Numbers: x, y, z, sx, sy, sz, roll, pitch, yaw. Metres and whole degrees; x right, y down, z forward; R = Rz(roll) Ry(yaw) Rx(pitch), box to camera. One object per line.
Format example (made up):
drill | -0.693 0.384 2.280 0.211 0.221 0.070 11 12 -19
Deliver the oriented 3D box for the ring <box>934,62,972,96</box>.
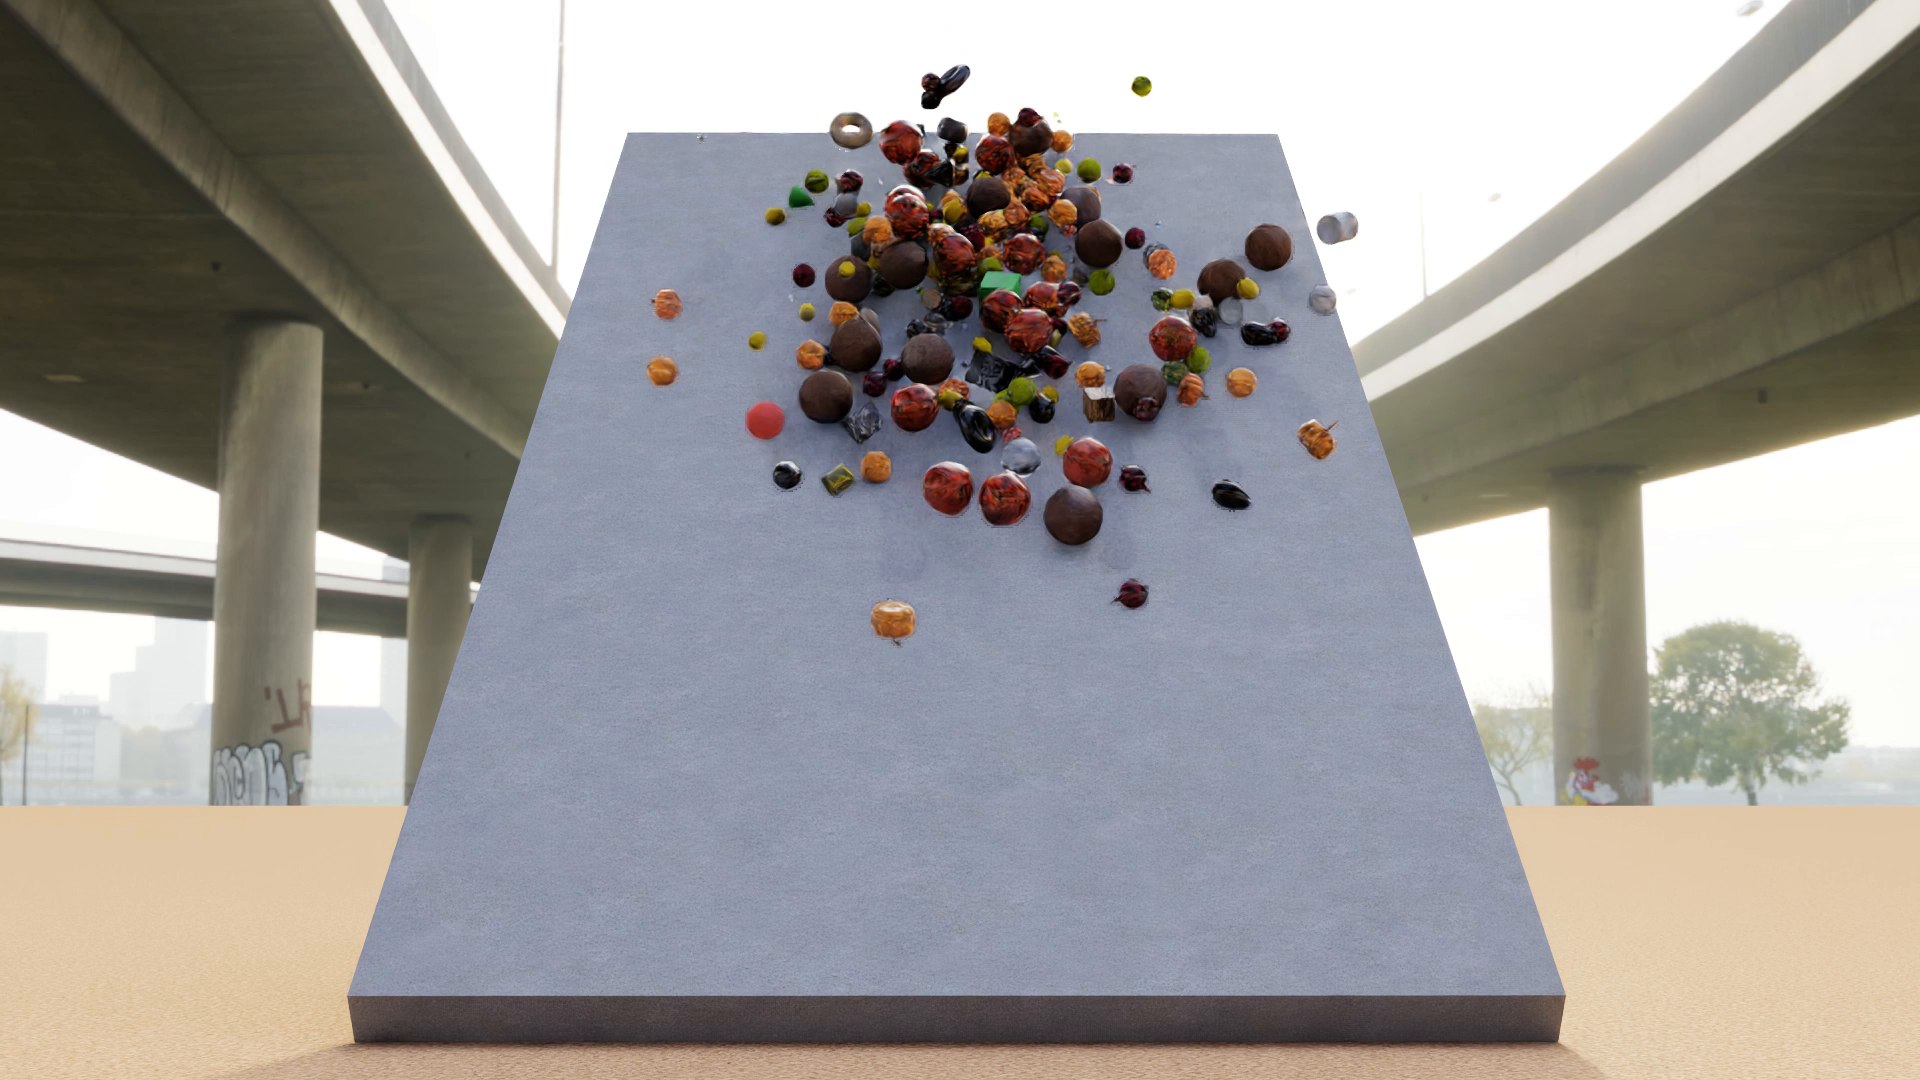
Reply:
ring | -0.020 -1.322 6.940 0.041 0.124 0.124 47 -30 -23

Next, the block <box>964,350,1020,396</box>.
block | 0.076 -0.400 5.781 0.080 0.080 0.080 16 7 -46

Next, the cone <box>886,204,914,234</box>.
cone | -0.148 -0.900 6.769 0.089 0.089 0.089 -3 13 26

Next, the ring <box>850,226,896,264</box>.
ring | -0.232 -0.796 6.516 0.130 0.043 0.130 -17 -31 -11

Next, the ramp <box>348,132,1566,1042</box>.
ramp | -0.013 -0.210 5.720 2.000 0.100 4.000 0 30 0

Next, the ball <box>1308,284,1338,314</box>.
ball | 0.943 -0.625 6.271 0.075 0.075 0.075 0 -6 0

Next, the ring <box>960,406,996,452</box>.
ring | 0.041 -0.252 5.500 0.039 0.117 0.117 -25 -18 29

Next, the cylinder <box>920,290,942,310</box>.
cylinder | -0.072 -0.607 6.107 0.051 0.051 0.051 -1 2 8

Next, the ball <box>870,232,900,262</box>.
ball | -0.197 -0.769 6.355 0.079 0.079 0.079 0 -6 0

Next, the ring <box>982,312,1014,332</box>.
ring | 0.098 -0.561 6.202 0.084 0.028 0.084 2 33 -1

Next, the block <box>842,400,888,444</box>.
block | -0.222 -0.273 5.620 0.065 0.065 0.065 -40 6 -26

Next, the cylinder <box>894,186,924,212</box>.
cylinder | -0.144 -0.957 6.830 0.060 0.060 0.060 -42 10 -21

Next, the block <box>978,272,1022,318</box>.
block | 0.104 -0.632 6.258 0.089 0.089 0.089 8 35 13

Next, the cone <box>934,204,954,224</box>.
cone | -0.054 -0.925 6.776 0.054 0.054 0.054 -6 -39 45

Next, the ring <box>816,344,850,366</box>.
ring | -0.317 -0.461 6.026 0.084 0.028 0.084 1 31 -1

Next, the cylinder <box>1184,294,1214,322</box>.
cylinder | 0.617 -0.597 6.220 0.059 0.059 0.059 -15 -5 -3

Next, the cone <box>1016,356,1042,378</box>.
cone | 0.158 -0.412 5.941 0.067 0.067 0.067 -28 -10 5

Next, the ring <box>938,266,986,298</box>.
ring | 0.011 -0.682 6.390 0.140 0.047 0.140 -1 31 1

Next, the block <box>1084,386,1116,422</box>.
block | 0.332 -0.324 5.758 0.062 0.062 0.062 -6 31 -11

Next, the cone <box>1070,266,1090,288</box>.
cone | 0.311 -0.704 6.405 0.056 0.056 0.056 -14 25 7

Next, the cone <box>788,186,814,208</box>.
cone | -0.441 -0.964 6.866 0.070 0.070 0.070 22 1 18

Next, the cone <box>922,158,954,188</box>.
cone | -0.072 -1.045 6.900 0.084 0.084 0.084 -6 -4 -21

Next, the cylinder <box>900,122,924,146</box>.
cylinder | -0.139 -1.177 6.994 0.062 0.062 0.062 4 -7 -12

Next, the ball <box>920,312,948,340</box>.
ball | -0.066 -0.543 6.126 0.068 0.068 0.068 0 -6 0

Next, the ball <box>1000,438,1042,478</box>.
ball | 0.139 -0.186 5.489 0.092 0.092 0.092 0 -6 0

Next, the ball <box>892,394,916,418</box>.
ball | -0.135 -0.319 5.750 0.058 0.058 0.058 0 -6 0

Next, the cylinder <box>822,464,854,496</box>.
cylinder | -0.274 -0.134 5.420 0.053 0.053 0.053 -39 8 -20

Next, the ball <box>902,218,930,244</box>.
ball | -0.121 -0.851 6.659 0.072 0.072 0.072 0 -6 0

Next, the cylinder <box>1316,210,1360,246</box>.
cylinder | 0.935 -0.774 5.988 0.078 0.078 0.078 -6 9 44

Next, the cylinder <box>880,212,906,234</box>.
cylinder | -0.183 -0.860 6.582 0.050 0.050 0.050 -5 32 37

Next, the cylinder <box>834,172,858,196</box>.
cylinder | -0.326 -1.020 6.953 0.060 0.060 0.060 -6 26 3

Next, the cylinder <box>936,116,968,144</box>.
cylinder | -0.022 -1.200 7.079 0.067 0.067 0.067 13 -13 -39

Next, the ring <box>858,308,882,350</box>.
ring | -0.224 -0.526 6.001 0.036 0.107 0.107 -15 -3 -13

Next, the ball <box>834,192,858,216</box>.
ball | -0.309 -0.910 6.558 0.065 0.065 0.065 0 -6 0

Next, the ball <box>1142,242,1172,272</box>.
ball | 0.531 -0.761 6.498 0.079 0.079 0.079 0 -6 0

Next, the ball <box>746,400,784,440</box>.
ball | -0.454 -0.280 5.650 0.090 0.090 0.090 0 -6 0

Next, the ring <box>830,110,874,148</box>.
ring | -0.314 -1.187 6.990 0.131 0.131 0.044 1 -31 -7
